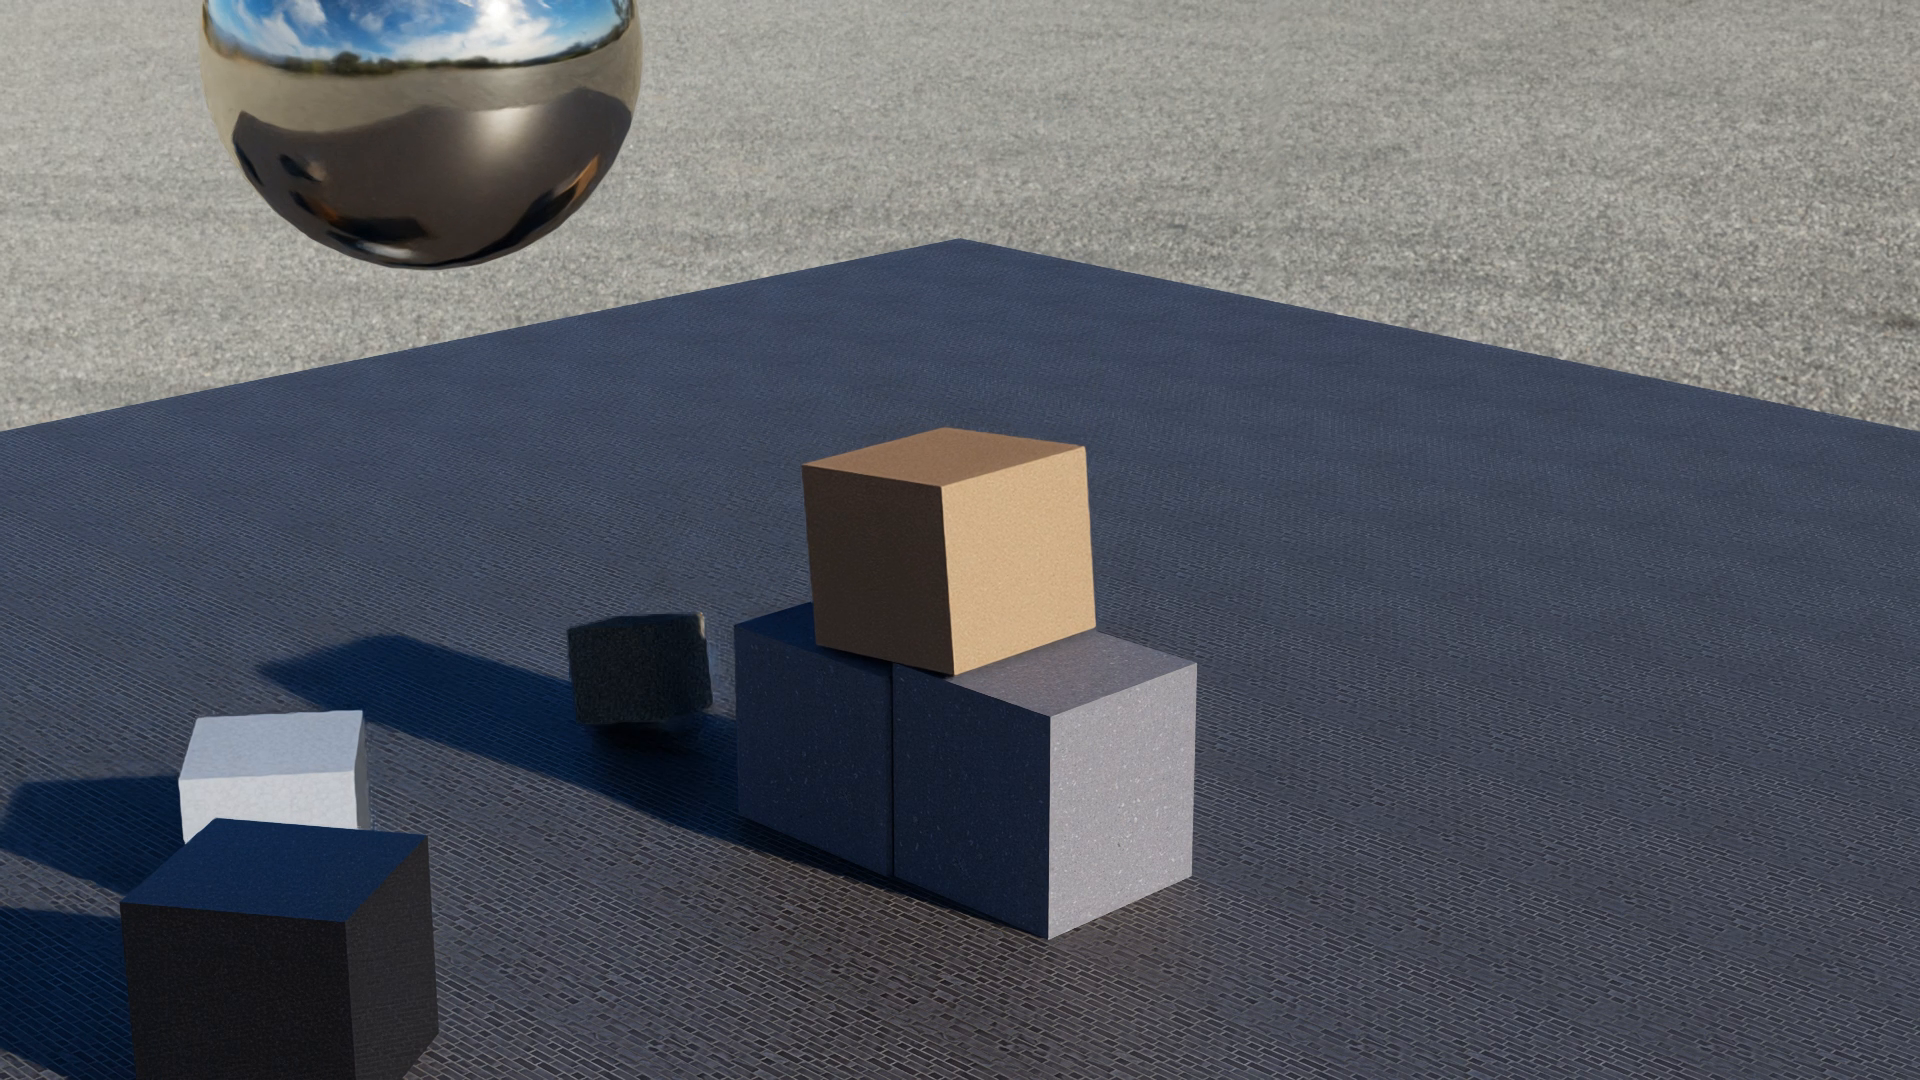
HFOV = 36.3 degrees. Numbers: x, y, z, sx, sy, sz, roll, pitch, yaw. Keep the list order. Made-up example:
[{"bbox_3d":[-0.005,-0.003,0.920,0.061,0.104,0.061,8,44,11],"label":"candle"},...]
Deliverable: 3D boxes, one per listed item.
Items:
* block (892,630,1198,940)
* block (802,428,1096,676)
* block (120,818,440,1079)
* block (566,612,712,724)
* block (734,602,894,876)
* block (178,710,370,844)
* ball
[{"bbox_3d":[0.380,1.045,13.288,0.971,1.039,0.959,17,24,42],"label":"block"},{"bbox_3d":[-0.048,0.029,13.395,0.913,0.850,0.913,-17,19,-42],"label":"block"},{"bbox_3d":[-2.650,1.689,11.515,0.906,0.873,0.835,3,18,11],"label":"block"},{"bbox_3d":[-1.650,0.662,15.141,0.524,0.493,0.495,-4,4,25],"label":"block"},{"bbox_3d":[-0.359,0.868,13.968,0.970,0.967,1.033,-17,24,-42],"label":"block"},{"bbox_3d":[-3.090,1.236,13.299,0.751,0.667,0.769,-2,18,-8],"label":"block"},{"bbox_3d":[-1.962,-1.788,10.723,1.600,1.600,1.600,0,17,0],"label":"ball"}]
